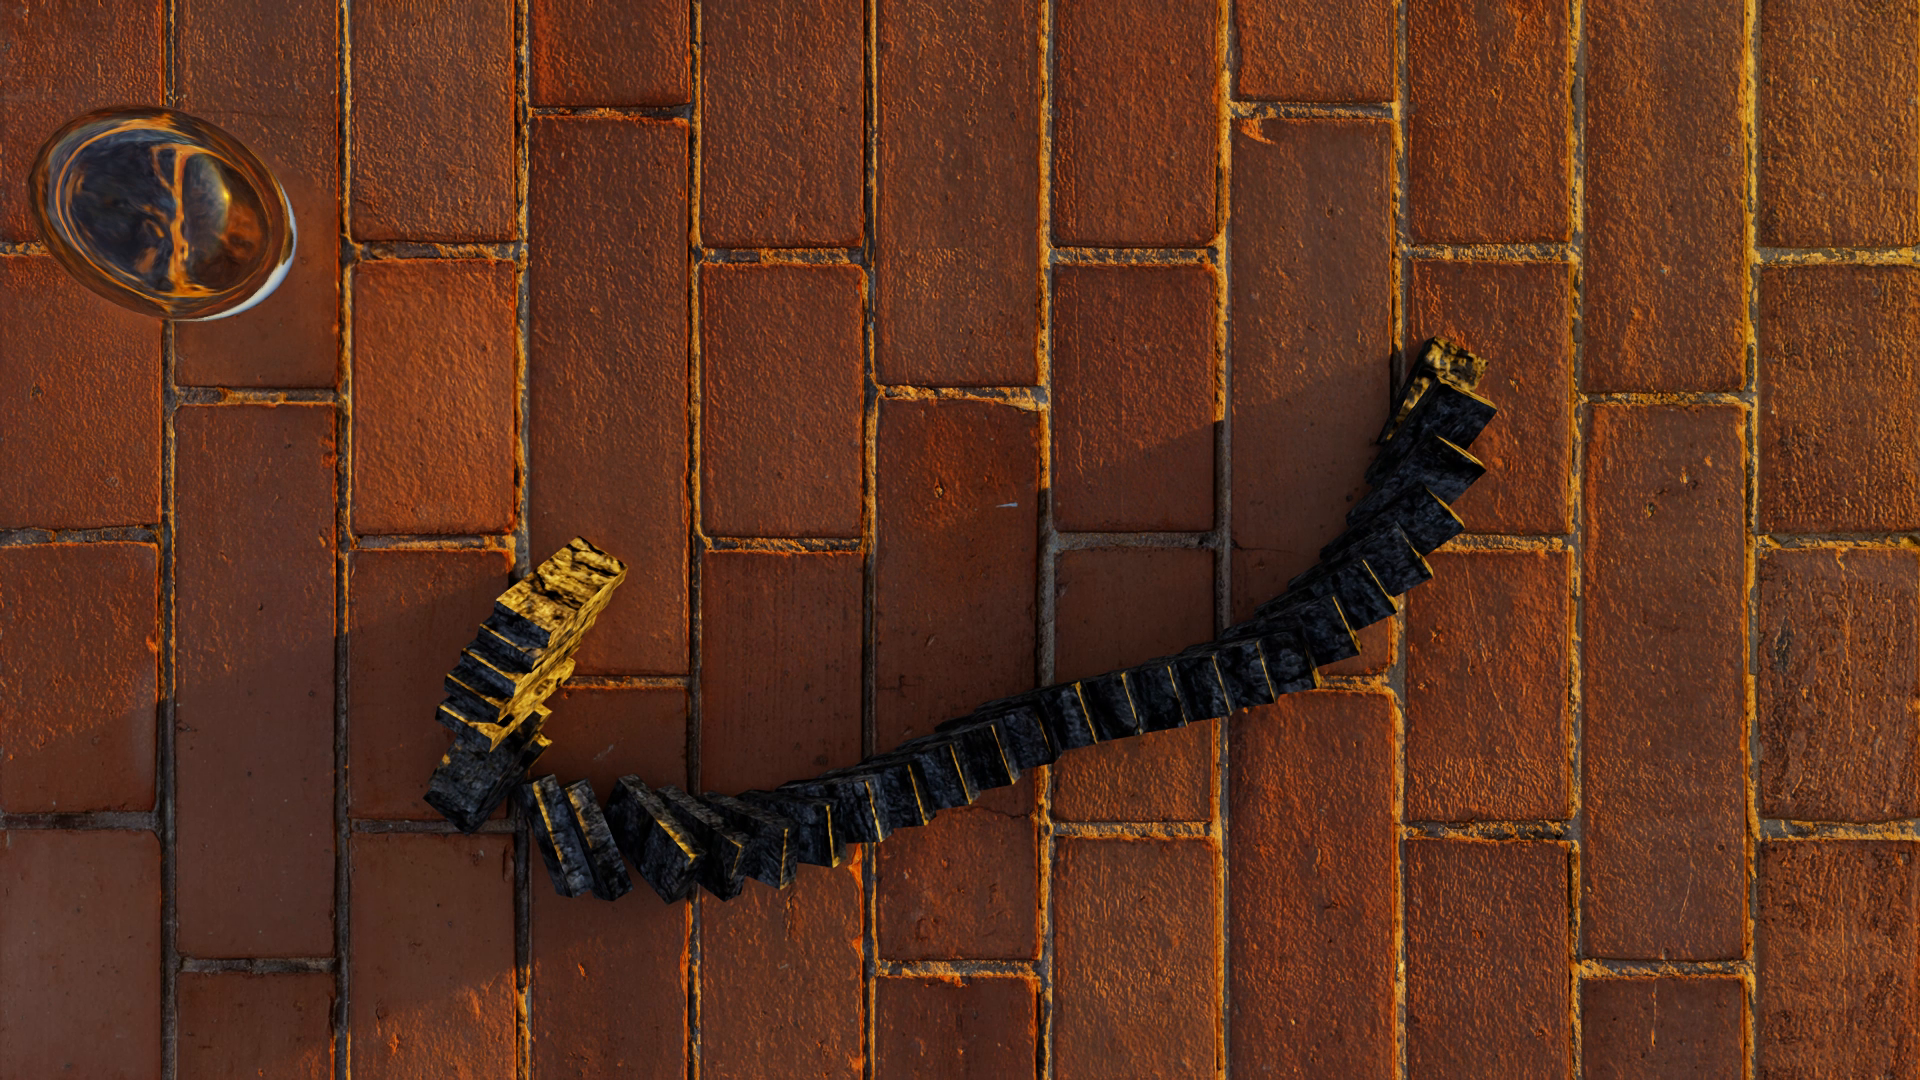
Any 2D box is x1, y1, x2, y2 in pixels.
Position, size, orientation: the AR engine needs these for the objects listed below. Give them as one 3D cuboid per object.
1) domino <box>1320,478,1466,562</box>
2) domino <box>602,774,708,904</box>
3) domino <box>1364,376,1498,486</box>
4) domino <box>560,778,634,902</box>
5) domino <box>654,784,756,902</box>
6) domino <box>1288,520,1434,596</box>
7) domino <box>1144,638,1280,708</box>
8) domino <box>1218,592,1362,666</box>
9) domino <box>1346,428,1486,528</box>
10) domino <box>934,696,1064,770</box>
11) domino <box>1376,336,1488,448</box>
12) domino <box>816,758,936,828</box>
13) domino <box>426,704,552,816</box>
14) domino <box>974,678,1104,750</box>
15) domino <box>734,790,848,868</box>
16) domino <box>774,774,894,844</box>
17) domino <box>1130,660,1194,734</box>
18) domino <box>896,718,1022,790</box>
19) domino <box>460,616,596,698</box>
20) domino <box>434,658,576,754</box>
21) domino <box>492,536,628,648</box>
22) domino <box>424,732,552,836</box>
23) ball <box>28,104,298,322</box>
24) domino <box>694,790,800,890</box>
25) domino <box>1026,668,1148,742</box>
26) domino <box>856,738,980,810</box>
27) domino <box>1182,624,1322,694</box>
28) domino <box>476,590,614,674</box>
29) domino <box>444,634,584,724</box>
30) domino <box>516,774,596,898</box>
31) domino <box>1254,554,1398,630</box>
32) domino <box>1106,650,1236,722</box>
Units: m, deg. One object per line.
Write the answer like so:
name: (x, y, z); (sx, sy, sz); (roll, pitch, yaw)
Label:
domino: (0.180, 0.000, 0.383); (0.025, 0.010, 0.050); (46, 120, 0)
domino: (-0.129, 0.124, 0.382); (0.050, 0.010, 0.025); (36, 107, 25)
domino: (0.195, -0.040, 0.382); (0.025, 0.009, 0.050); (26, 121, 0)
domino: (-0.156, 0.127, 0.387); (0.010, 0.025, 0.050); (-23, 90, -41)
domino: (-0.110, 0.126, 0.382); (0.050, 0.010, 0.025); (22, 101, 28)
domino: (0.167, 0.016, 0.383); (0.050, 0.010, 0.025); (-36, 90, 30)
domino: (0.104, 0.058, 0.383); (0.050, 0.010, 0.025); (-17, 90, 33)
domino: (0.137, 0.042, 0.382); (0.050, 0.010, 0.025); (-25, 90, 33)
domino: (0.189, -0.019, 0.383); (0.025, 0.010, 0.050); (35, 121, 0)
domino: (0.016, 0.084, 0.383); (0.050, 0.009, 0.025); (-20, 90, 31)
domino: (0.203, -0.059, 0.395); (0.025, 0.009, 0.050); (26, 90, 0)
domino: (-0.036, 0.107, 0.383); (0.050, 0.009, 0.025); (-16, 90, 31)
domino: (-0.198, 0.087, 0.386); (0.025, 0.010, 0.050); (33, 90, 0)
domino: (0.032, 0.076, 0.383); (0.050, 0.009, 0.025); (-20, 90, 31)
domino: (-0.071, 0.120, 0.383); (0.050, 0.010, 0.025); (-4, 93, 31)
domino: (-0.053, 0.113, 0.383); (0.050, 0.010, 0.025); (-13, 91, 31)
domino: (0.069, 0.068, 0.383); (0.050, 0.009, 0.025); (-18, 90, 32)
domino: (-0.001, 0.093, 0.383); (0.050, 0.009, 0.025); (-20, 90, 31)
domino: (-0.176, 0.040, 0.377); (0.025, 0.050, 0.009); (32, 126, 0)
domino: (-0.186, 0.061, 0.377); (0.025, 0.050, 0.010); (32, 126, 0)
domino: (-0.163, 0.020, 0.377); (0.025, 0.050, 0.009); (31, 126, 0)
domino: (-0.204, 0.099, 0.395); (0.025, 0.009, 0.050); (41, 90, 0)
ball: (-0.310, -0.127, 0.360); (0.080, 0.080, 0.080); (0, 90, 0)
domino: (-0.090, 0.124, 0.382); (0.050, 0.010, 0.025); (9, 96, 30)
domino: (0.050, 0.072, 0.383); (0.050, 0.009, 0.025); (-18, 90, 31)
domino: (-0.018, 0.100, 0.383); (0.050, 0.010, 0.025); (-19, 90, 31)
domino: (0.121, 0.053, 0.382); (0.050, 0.010, 0.025); (-17, 91, 33)
domino: (-0.169, 0.030, 0.377); (0.025, 0.050, 0.009); (32, 126, 0)
domino: (-0.182, 0.050, 0.377); (0.025, 0.050, 0.010); (32, 126, 0)
domino: (-0.171, 0.125, 0.387); (0.010, 0.025, 0.050); (-20, 90, -41)
domino: (0.152, 0.029, 0.383); (0.050, 0.009, 0.025); (-34, 90, 31)
domino: (0.086, 0.064, 0.383); (0.050, 0.010, 0.025); (-17, 90, 32)
